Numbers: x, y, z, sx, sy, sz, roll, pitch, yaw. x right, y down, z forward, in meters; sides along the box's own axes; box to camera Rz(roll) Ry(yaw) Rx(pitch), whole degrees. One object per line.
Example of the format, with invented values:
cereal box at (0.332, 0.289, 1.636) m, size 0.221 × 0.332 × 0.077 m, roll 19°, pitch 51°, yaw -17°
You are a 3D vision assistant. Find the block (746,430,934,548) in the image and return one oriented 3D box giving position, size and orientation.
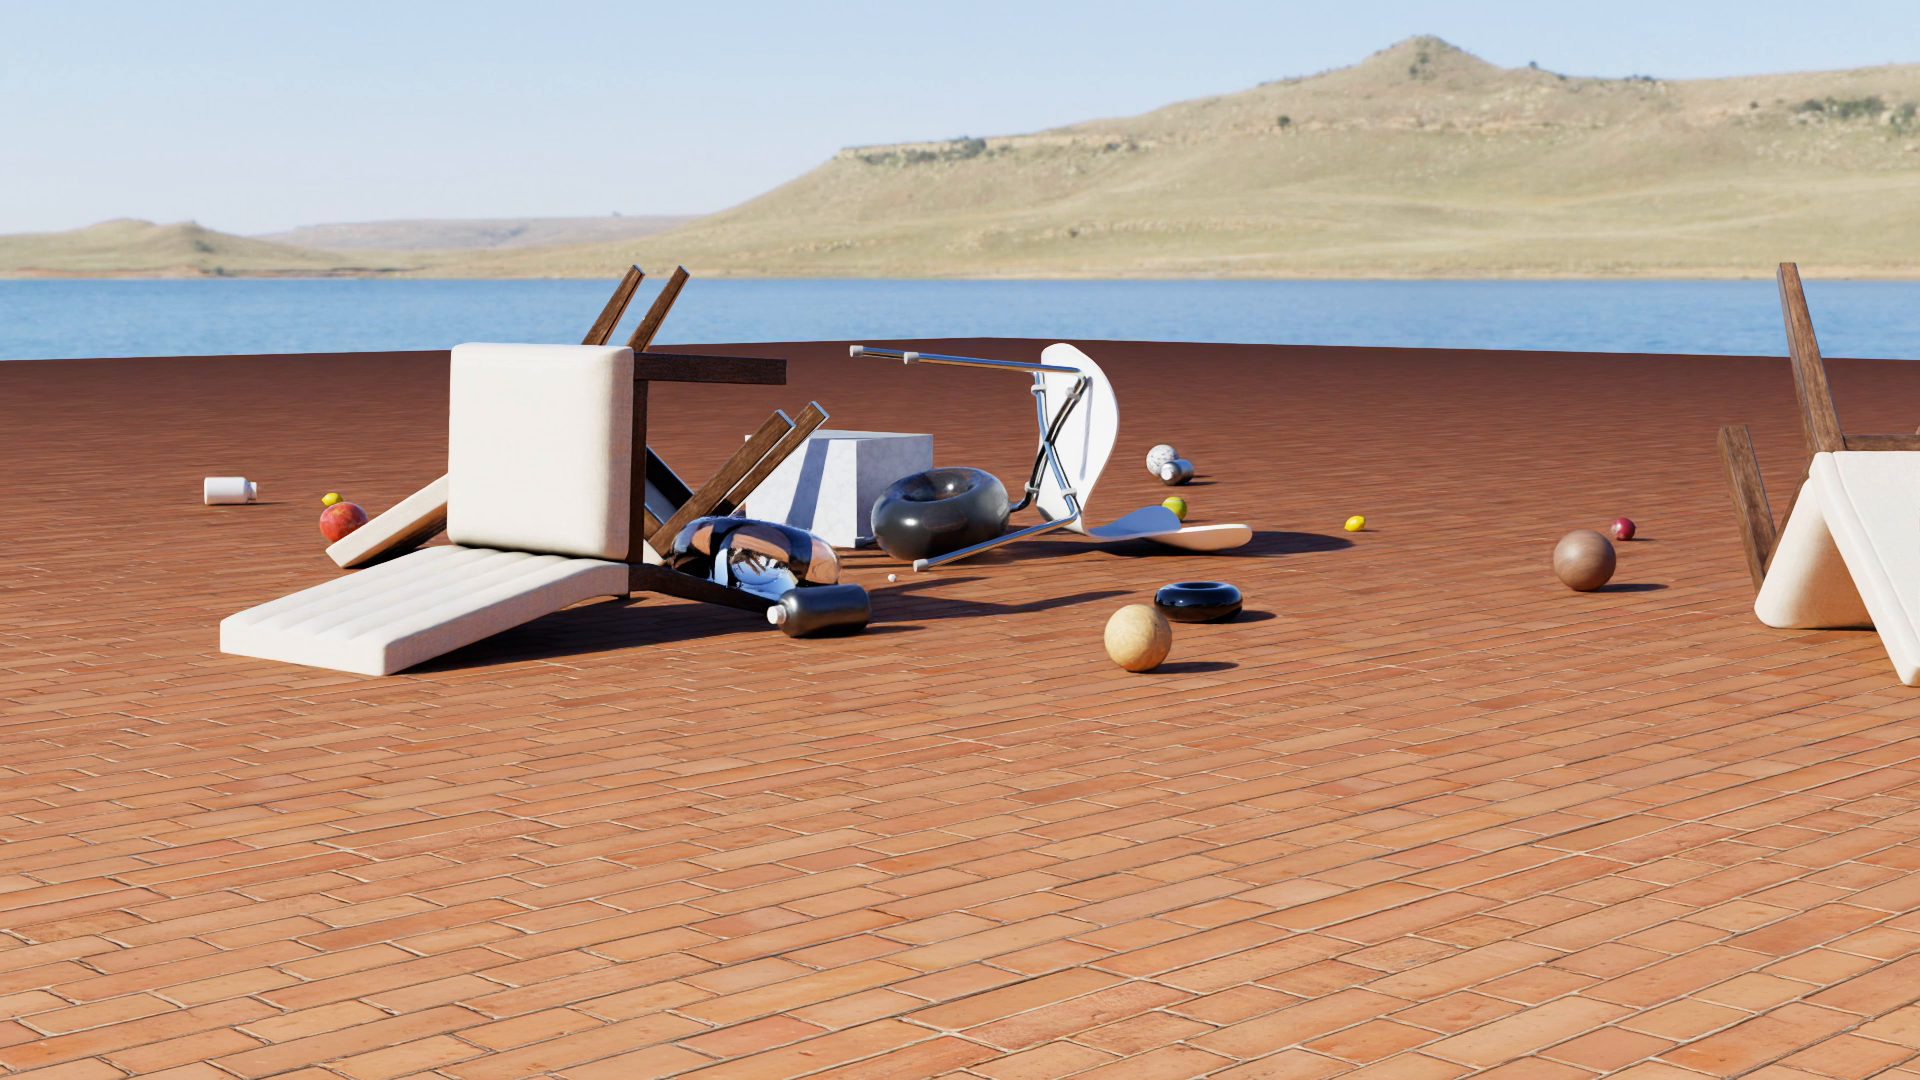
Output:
block at (-0.302, -0.135, 6.454) m, size 0.354 × 0.259 × 0.311 m, roll 4°, pitch 7°, yaw 36°

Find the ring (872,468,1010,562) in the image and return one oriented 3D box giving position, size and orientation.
ring at (-0.045, -0.061, 6.070) m, size 0.331 × 0.145 × 0.415 m, roll -5°, pitch 17°, yaw 8°

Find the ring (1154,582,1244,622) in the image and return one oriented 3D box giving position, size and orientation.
ring at (0.460, 0.119, 4.945) m, size 0.173 × 0.064 × 0.208 m, roll 0°, pitch 5°, yaw 8°

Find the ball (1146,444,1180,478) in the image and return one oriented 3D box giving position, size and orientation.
ball at (0.663, -0.257, 8.377) m, size 0.108 × 0.108 × 0.108 m, roll 0°, pitch 6°, yaw 0°

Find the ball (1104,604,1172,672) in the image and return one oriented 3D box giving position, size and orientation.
ball at (0.297, 0.163, 4.277) m, size 0.113 × 0.113 × 0.113 m, roll 0°, pitch 6°, yaw 0°

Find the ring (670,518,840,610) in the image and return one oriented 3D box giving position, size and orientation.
ring at (-0.398, 0.047, 4.991) m, size 0.323 × 0.133 × 0.369 m, roll 4°, pitch -10°, yaw 20°
